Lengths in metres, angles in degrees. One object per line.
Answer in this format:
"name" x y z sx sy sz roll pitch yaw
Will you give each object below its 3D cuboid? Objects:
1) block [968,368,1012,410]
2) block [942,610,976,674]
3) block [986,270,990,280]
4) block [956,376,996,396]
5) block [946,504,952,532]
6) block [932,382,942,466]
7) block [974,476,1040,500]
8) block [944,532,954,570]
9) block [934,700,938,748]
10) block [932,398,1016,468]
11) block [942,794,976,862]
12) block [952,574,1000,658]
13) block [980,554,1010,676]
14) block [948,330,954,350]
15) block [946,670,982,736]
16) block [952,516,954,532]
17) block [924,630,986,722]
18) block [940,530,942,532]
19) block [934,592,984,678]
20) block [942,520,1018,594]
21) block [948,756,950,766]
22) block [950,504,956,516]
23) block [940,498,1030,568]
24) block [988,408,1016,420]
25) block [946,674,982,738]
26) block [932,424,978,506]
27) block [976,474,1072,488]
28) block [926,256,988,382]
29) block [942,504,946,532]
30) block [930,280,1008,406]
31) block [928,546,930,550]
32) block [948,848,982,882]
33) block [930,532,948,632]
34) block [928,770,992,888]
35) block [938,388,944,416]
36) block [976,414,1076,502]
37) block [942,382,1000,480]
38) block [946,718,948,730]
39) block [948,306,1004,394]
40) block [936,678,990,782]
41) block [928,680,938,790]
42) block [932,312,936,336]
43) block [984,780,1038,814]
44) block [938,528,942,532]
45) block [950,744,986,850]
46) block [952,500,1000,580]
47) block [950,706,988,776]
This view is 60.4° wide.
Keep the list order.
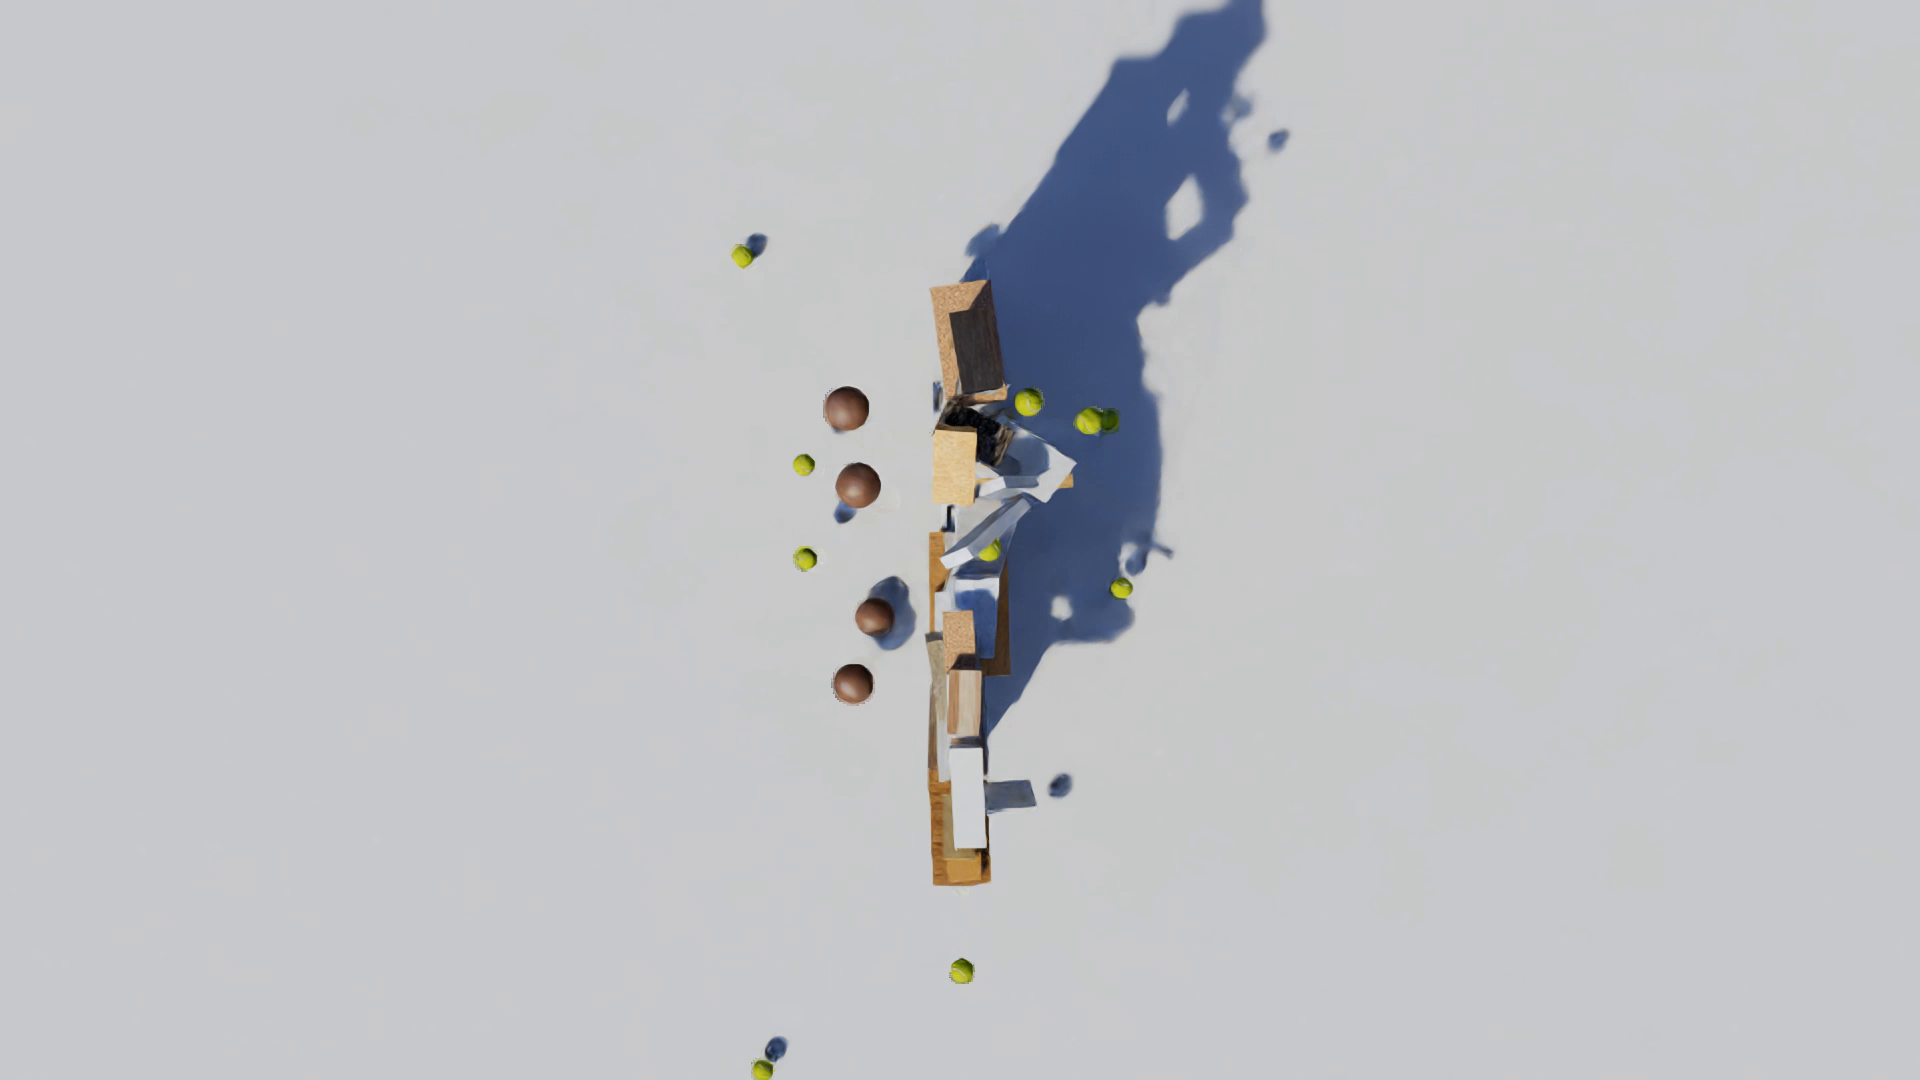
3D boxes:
"block" 0.047 -0.379 4.294 0.150 0.368 0.042 -26 91 -3
"block" 0.002 0.333 4.493 0.084 0.024 0.275 -4 84 0
"block" -0.003 -0.706 4.624 0.162 0.324 0.046 -1 90 0
"block" 0.042 -0.377 3.970 0.096 0.192 0.027 -2 86 -3
"block" -0.005 -0.088 4.928 0.070 0.020 0.140 0 89 -1
"block" 0.002 -0.402 5.133 0.171 0.049 0.343 0 90 0
"block" 0.111 -0.131 4.167 0.103 0.205 0.029 -19 84 26
"block" -0.015 0.032 4.770 0.053 0.015 0.106 -4 80 -13
"block" -0.002 0.469 4.862 0.144 0.041 0.288 0 70 2
"block" 0.035 -0.264 4.089 0.205 0.029 0.103 24 94 -36
"block" -0.002 0.807 4.631 0.092 0.026 0.184 1 67 -1
"block" 0.039 0.216 4.621 0.123 0.035 0.247 -2 113 -12
"block" 0.067 0.148 4.739 0.139 0.039 0.486 1 83 -15
"block" 0.023 -0.498 3.971 0.096 0.192 0.027 -8 85 -3
"block" 0.012 0.437 4.432 0.087 0.025 0.174 2 85 1
"block" 0.009 -0.023 4.874 0.070 0.140 0.020 -1 56 -1
"block" -0.011 0.374 4.620 0.139 0.039 0.278 -11 123 -4
"block" 0.000 -0.011 5.090 0.118 0.236 0.033 -1 91 0
"block" -0.003 0.296 4.785 0.144 0.041 0.288 0 91 -1
"block" 0.060 0.036 4.708 0.139 0.039 0.278 20 79 -12
"block" 0.016 0.617 4.571 0.092 0.184 0.026 -4 77 0
"block" 0.012 -0.104 4.852 0.070 0.140 0.020 9 118 -2
"block" 0.067 -0.019 4.296 0.247 0.123 0.035 -41 100 -36
"block" 0.067 -0.293 4.346 0.133 0.266 0.038 -34 95 -2
"block" 0.010 0.447 4.456 0.087 0.025 0.174 -3 85 0
"block" -0.013 -0.182 4.026 0.103 0.029 0.205 5 123 4
"block" 0.126 -0.155 4.634 0.133 0.563 0.038 -3 91 -24
"block" -0.002 -0.593 4.439 0.162 0.046 0.324 -4 90 0
"block" 0.004 -0.094 4.955 0.118 0.033 0.236 -1 89 -1
"block" 0.022 -0.485 4.089 0.150 0.042 0.300 -8 89 -2
"block" -0.007 0.062 5.031 0.167 0.352 0.047 -1 83 0
"block" 0.010 0.866 4.641 0.092 0.026 0.184 -1 71 -2
"block" -0.005 0.143 4.829 0.167 0.047 0.334 0 90 0
"block" -0.001 0.817 4.701 0.163 0.046 0.327 -2 70 -1
"block" 0.020 -0.400 4.672 0.151 0.302 0.043 -4 84 -3
"block" 0.166 -0.210 4.267 0.266 0.038 0.133 30 102 -38
"block" 0.038 -0.316 4.500 0.151 0.043 0.302 -6 91 -3
"block" 0.008 0.516 4.604 0.092 0.184 0.026 3 82 -1
"block" 0.037 -0.443 3.861 0.096 0.027 0.192 -10 90 -3
"block" 0.006 0.544 4.724 0.144 0.041 0.288 -2 81 -1
"block" -0.010 0.574 4.878 0.163 0.046 0.327 1 64 1
"block" 0.004 -0.576 4.265 0.150 0.300 0.042 -2 87 0
"block" 0.117 0.721 4.615 0.184 0.026 0.092 0 46 -18
"block" -0.003 0.092 5.227 0.127 0.036 0.255 0 90 0
"block" 0.022 0.692 4.444 0.087 0.025 0.289 -3 104 -1
"block" 0.047 -0.005 4.645 0.123 0.035 0.247 4 83 -15
"block" 0.021 0.549 4.481 0.092 0.026 0.184 -5 74 0
